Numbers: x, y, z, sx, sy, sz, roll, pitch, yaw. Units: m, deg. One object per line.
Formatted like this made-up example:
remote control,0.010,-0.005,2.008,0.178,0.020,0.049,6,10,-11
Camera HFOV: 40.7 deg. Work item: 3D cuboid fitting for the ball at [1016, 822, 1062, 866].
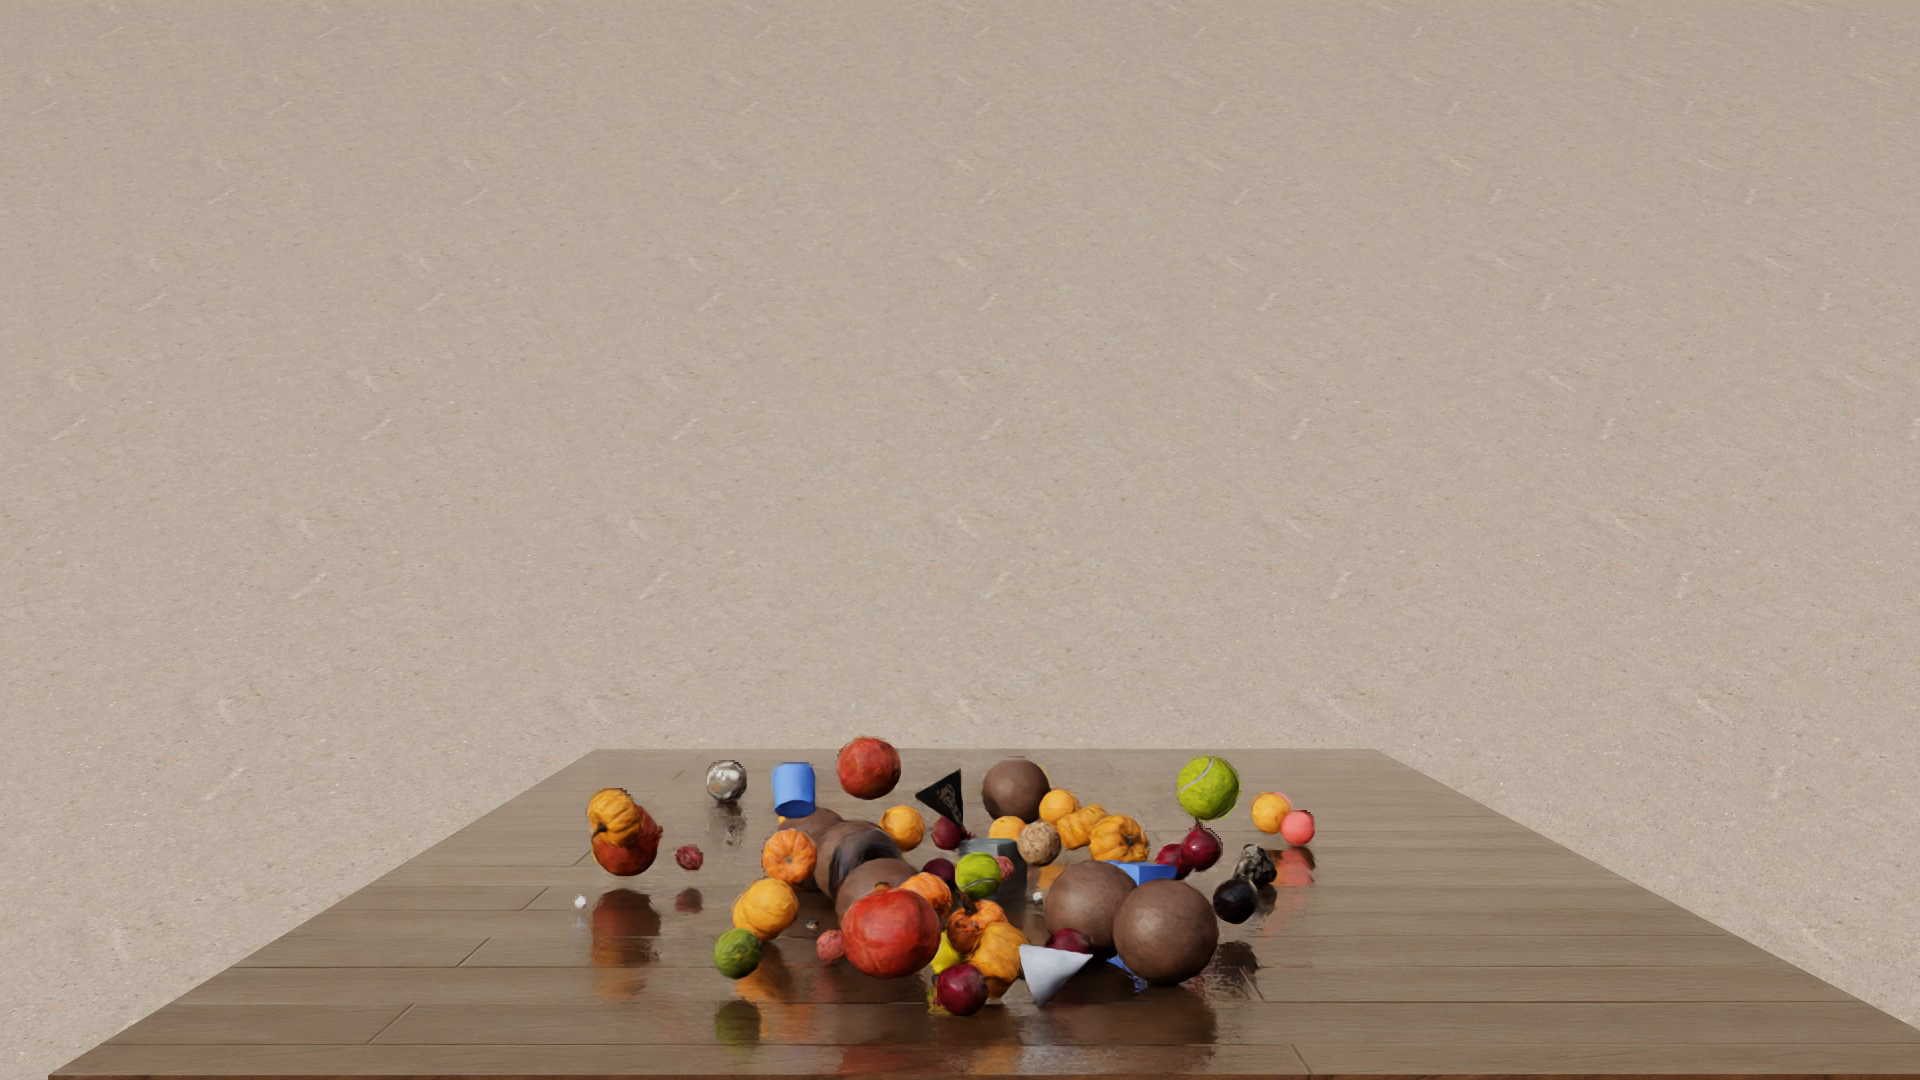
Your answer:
ball,0.122,0.467,3.979,0.069,0.069,0.069,0,30,0

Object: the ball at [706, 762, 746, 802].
ball,-0.480,0.498,5.318,0.083,0.083,0.083,0,30,0

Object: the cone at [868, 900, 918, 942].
cone,-0.083,0.495,3.437,0.060,0.060,0.060,-22,29,7

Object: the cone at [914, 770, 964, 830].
cone,-0.016,0.450,4.376,0.093,0.093,0.093,-30,-4,-2

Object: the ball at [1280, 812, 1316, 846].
ball,0.598,0.511,4.573,0.060,0.060,0.060,0,30,0

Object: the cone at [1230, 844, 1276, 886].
cone,0.448,0.527,4.070,0.070,0.070,0.070,-32,42,-32

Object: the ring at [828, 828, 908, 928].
ring,-0.129,0.474,3.636,0.047,0.141,0.141,-9,18,41

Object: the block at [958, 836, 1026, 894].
block,0.050,0.505,4.014,0.076,0.076,0.076,0,0,37

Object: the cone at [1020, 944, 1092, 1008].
cone,0.120,0.496,3.013,0.078,0.078,0.078,-20,28,9

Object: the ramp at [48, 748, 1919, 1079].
ramp,0.066,0.591,4.644,2.000,0.100,4.000,0,0,0

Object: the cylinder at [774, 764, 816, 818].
cylinder,-0.245,0.372,3.833,0.060,0.060,0.060,-2,59,-4

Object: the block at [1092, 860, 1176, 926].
block,0.246,0.499,3.658,0.082,0.082,0.082,0,-5,44
